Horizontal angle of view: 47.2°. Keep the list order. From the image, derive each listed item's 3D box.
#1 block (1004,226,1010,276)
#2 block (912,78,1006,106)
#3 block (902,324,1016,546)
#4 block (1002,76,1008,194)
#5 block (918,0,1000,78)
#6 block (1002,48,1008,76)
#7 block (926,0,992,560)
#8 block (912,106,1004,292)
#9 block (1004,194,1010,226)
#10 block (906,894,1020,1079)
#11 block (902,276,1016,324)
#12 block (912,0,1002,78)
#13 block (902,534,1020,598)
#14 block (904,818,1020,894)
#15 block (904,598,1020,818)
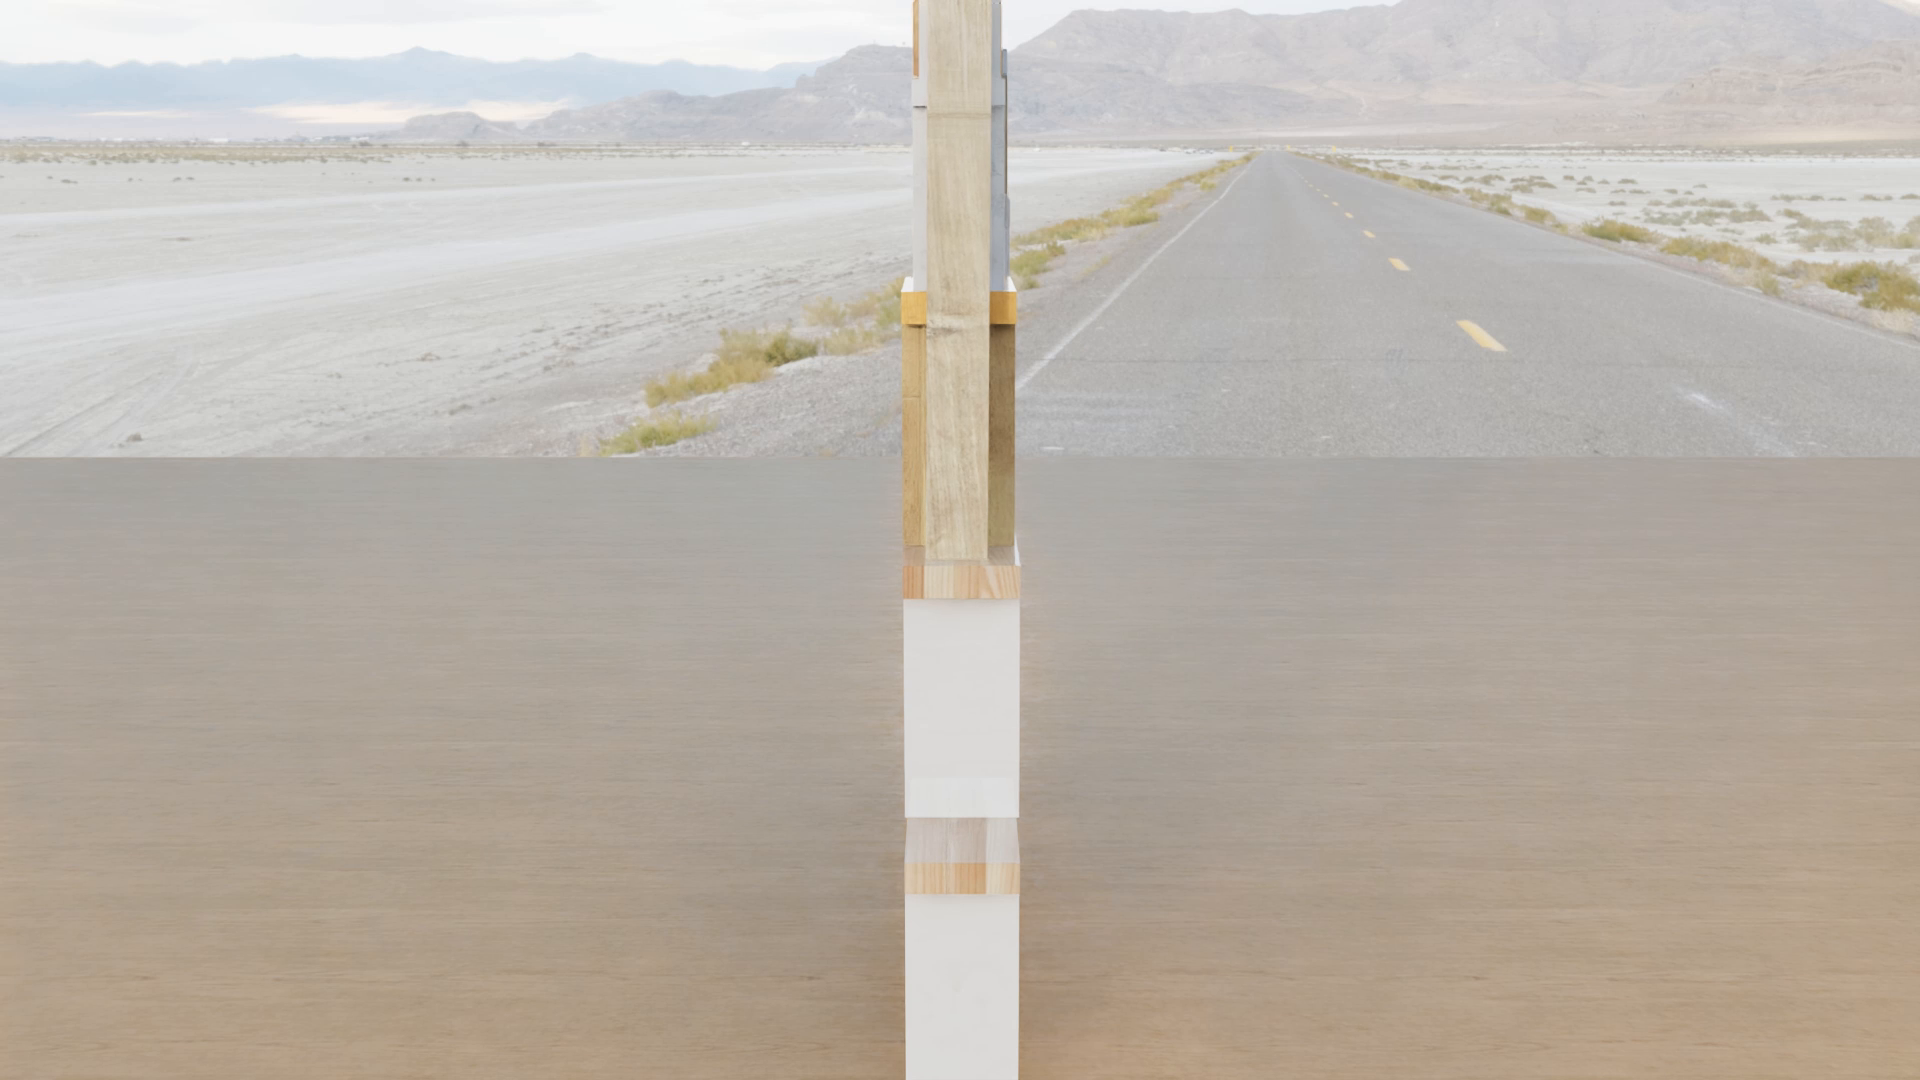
[{"bbox_3d":[0.004,-0.305,3.371,0.143,0.352,0.041,0,11,0],"label":"block"},{"bbox_3d":[-0.003,-0.606,2.986,0.122,0.034,0.243,0,10,-1],"label":"block"},{"bbox_3d":[-0.002,-0.147,3.021,0.153,0.307,0.043,0,11,0],"label":"block"},{"bbox_3d":[0.001,-0.630,3.760,0.158,0.317,0.045,0,10,0],"label":"block"},{"bbox_3d":[-0.001,-0.735,2.978,0.111,0.221,0.031,0,11,-1],"label":"block"},{"bbox_3d":[0.001,-0.827,3.831,0.158,0.045,0.317,0,11,0],"label":"block"},{"bbox_3d":[-0.002,-0.365,2.865,0.082,0.792,0.023,0,11,-1],"label":"block"},{"bbox_3d":[-0.002,-0.455,2.930,0.121,0.243,0.034,0,10,-1],"label":"block"},{"bbox_3d":[0.003,-0.515,3.429,0.143,0.041,0.286,0,11,0],"label":"block"},{"bbox_3d":[0.003,0.587,2.878,0.147,0.294,0.042,0,11,0],"label":"block"},{"bbox_3d":[-0.002,-0.338,3.089,0.153,0.043,0.307,0,10,0],"label":"block"},{"bbox_3d":[-0.005,-0.858,3.628,0.146,0.492,0.041,0,10,0],"label":"block"},{"bbox_3d":[0.001,0.027,3.043,0.155,0.044,0.310,0,11,0],"label":"block"},{"bbox_3d":[0.003,0.404,2.944,0.147,0.042,0.294,0,11,0],"label":"block"},{"bbox_3d":[0.002,0.220,2.973,0.155,0.310,0.044,0,10,0],"label":"block"}]
